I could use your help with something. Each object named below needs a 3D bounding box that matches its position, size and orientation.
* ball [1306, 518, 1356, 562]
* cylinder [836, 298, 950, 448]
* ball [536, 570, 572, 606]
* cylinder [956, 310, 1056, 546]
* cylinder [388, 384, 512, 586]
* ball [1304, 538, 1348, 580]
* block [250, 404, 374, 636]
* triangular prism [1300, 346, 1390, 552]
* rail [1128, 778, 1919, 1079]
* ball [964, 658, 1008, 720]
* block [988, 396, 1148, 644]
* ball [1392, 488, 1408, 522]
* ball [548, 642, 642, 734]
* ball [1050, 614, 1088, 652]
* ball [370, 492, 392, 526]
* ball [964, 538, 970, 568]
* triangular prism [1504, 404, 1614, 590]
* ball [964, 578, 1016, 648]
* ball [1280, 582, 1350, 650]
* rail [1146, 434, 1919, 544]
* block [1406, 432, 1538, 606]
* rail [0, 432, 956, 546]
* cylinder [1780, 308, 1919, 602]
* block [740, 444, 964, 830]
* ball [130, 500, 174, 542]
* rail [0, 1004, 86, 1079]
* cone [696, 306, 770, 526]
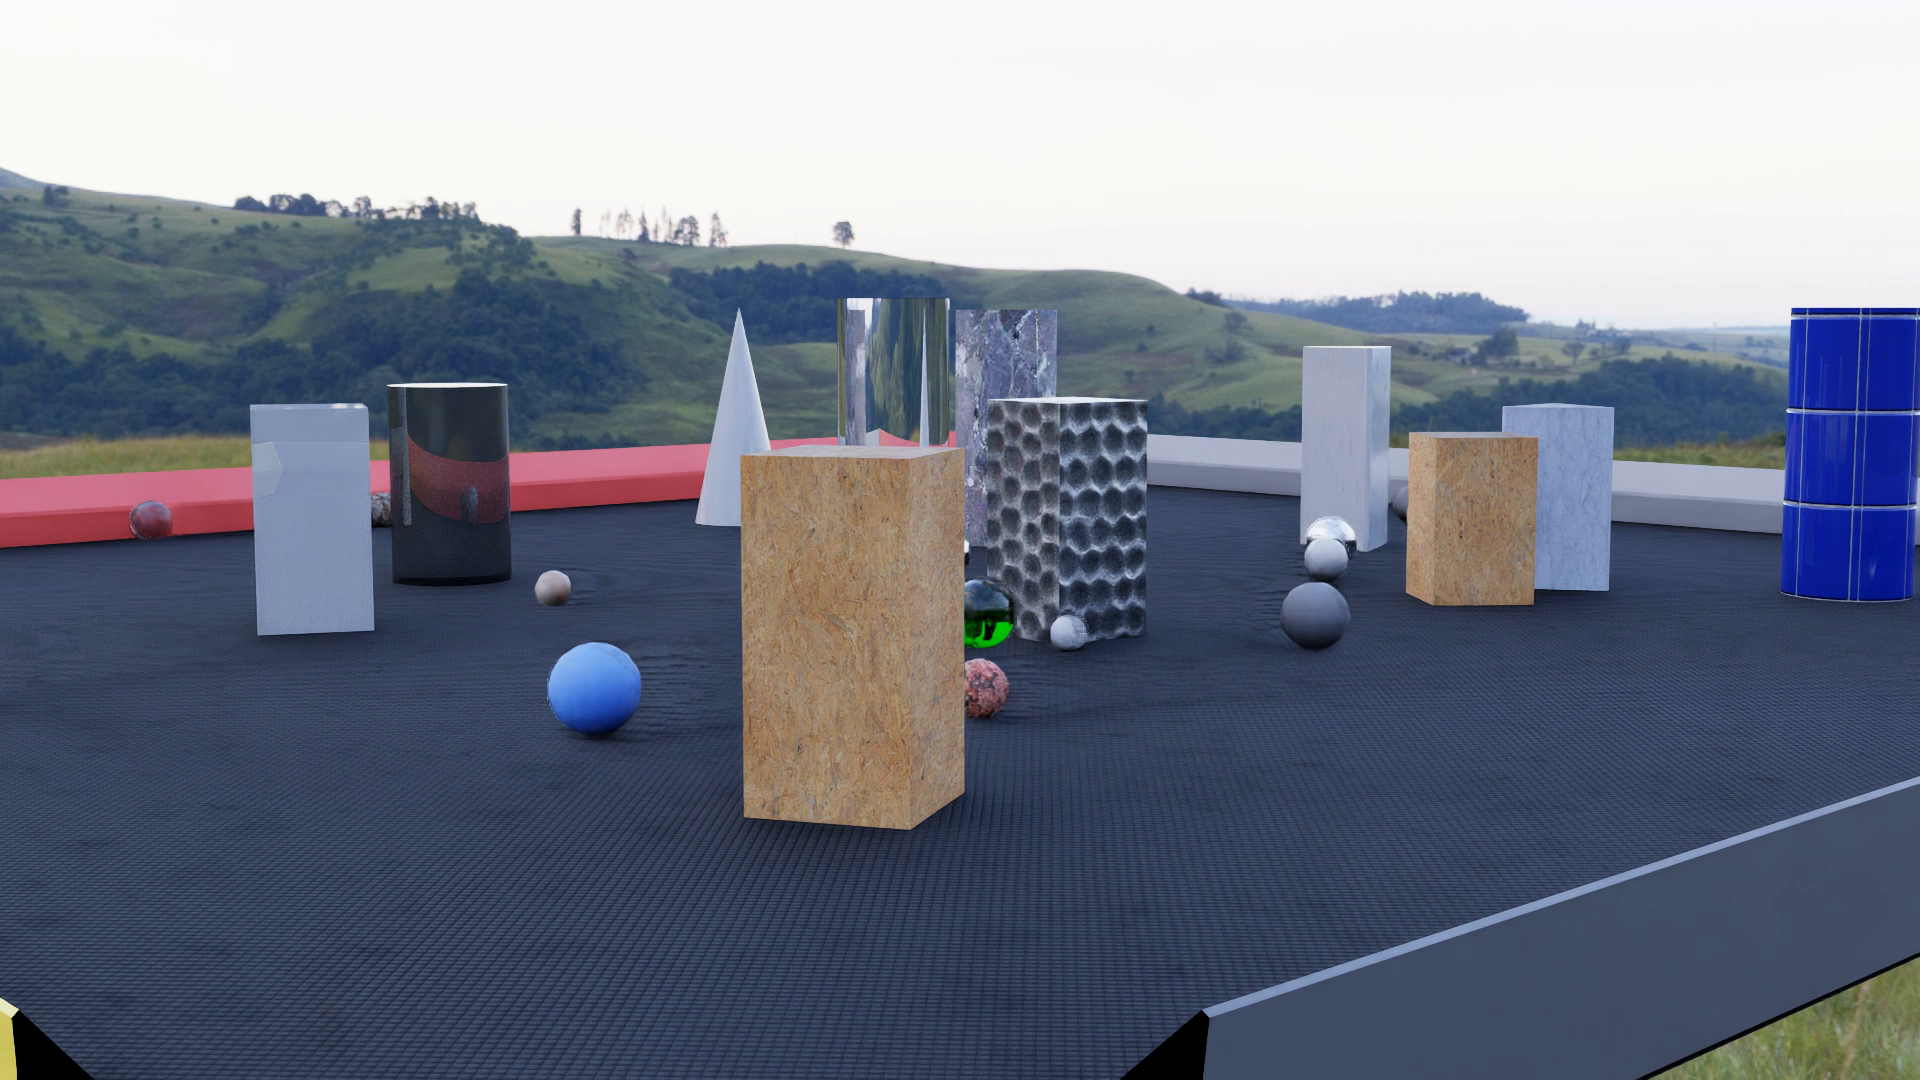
[{"bbox_3d":[0.639,0.006,3.784,0.086,0.086,0.086,0,6,0],"label":"ball"},{"bbox_3d":[-0.114,-0.184,3.787,0.193,0.462,0.193,0,6,0],"label":"cylinder"},{"bbox_3d":[-0.611,0.073,3.303,0.054,0.054,0.054,0,6,0],"label":"ball"},{"bbox_3d":[0.088,-0.217,4.196,0.193,0.443,0.193,0,6,0],"label":"cylinder"},{"bbox_3d":[-0.840,-0.095,3.622,0.193,0.320,0.193,0,6,0],"label":"cylinder"},{"bbox_3d":[0.601,0.031,3.612,0.071,0.071,0.071,0,6,0],"label":"ball"},{"bbox_3d":[-0.911,-0.033,3.089,0.154,0.309,0.154,-2,6,-18],"label":"block"},{"bbox_3d":[0.755,-0.176,4.138,0.145,0.374,0.167,-5,8,-37],"label":"triangular prism"},{"bbox_3d":[1.202,0.169,2.037,3.806,0.125,0.045,-6,8,-42],"label":"rail"},{"bbox_3d":[0.020,0.162,2.395,0.066,0.066,0.066,0,6,0],"label":"ball"},{"bbox_3d":[0.146,-0.031,3.011,0.154,0.321,0.154,-5,8,-37],"label":"block"},{"bbox_3d":[0.942,-0.073,4.612,0.070,0.070,0.070,0,6,0],"label":"ball"},{"bbox_3d":[-0.383,0.156,2.309,0.097,0.097,0.097,0,6,0],"label":"ball"},{"bbox_3d":[0.142,0.122,2.865,0.048,0.048,0.048,0,6,0],"label":"ball"},{"bbox_3d":[-1.183,-0.063,4.505,0.072,0.072,0.072,0,6,0],"label":"ball"},{"bbox_3d":[-0.018,0.023,3.692,0.072,0.072,0.072,0,6,0],"label":"ball"},{"bbox_3d":[0.962,-0.073,3.564,0.167,0.290,0.145,1,6,13],"label":"triangular prism"},{"bbox_3d":[0.027,0.097,2.893,0.091,0.091,0.091,0,6,0],"label":"ball"},{"bbox_3d":[0.466,0.099,2.881,0.089,0.089,0.089,0,6,0],"label":"ball"},{"bbox_3d":[1.381,-0.101,4.599,0.045,0.125,3.591,-6,8,-42],"label":"rail"},{"bbox_3d":[0.785,-0.036,3.381,0.154,0.253,0.154,0,6,-4],"label":"block"},{"bbox_3d":[-1.202,-0.103,4.627,3.806,0.125,0.045,-6,8,-42],"label":"rail"},{"bbox_3d":[1.388,-0.137,3.423,0.193,0.447,0.193,0,6,0],"label":"cylinder"},{"bbox_3d":[-0.093,0.080,1.966,0.154,0.319,0.154,2,6,18],"label":"block"},{"bbox_3d":[-1.555,-0.037,4.230,0.078,0.078,0.078,0,6,0],"label":"ball"},{"bbox_3d":[-1.381,0.166,2.065,0.045,0.125,3.591,-6,8,-42],"label":"rail"},{"bbox_3d":[-0.460,-0.263,4.598,0.193,0.450,0.193,0,6,0],"label":"cone"}]
